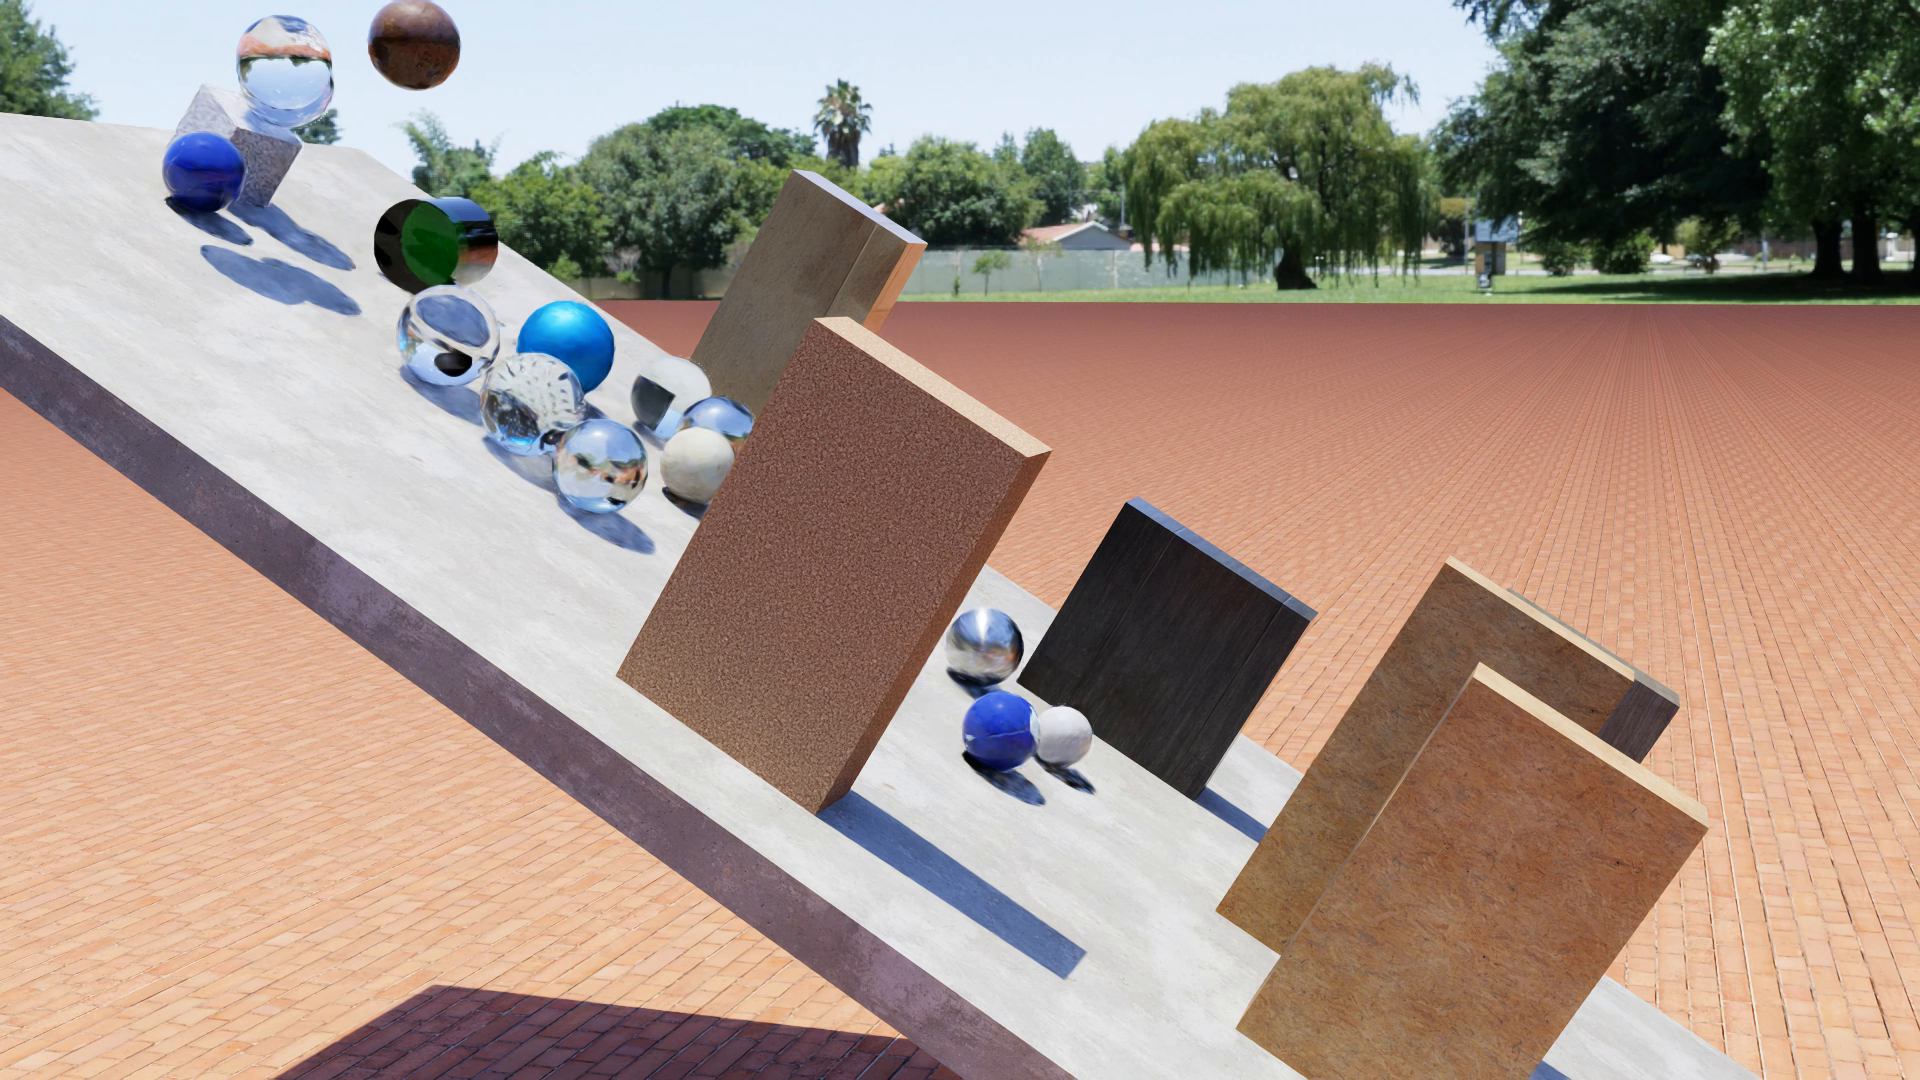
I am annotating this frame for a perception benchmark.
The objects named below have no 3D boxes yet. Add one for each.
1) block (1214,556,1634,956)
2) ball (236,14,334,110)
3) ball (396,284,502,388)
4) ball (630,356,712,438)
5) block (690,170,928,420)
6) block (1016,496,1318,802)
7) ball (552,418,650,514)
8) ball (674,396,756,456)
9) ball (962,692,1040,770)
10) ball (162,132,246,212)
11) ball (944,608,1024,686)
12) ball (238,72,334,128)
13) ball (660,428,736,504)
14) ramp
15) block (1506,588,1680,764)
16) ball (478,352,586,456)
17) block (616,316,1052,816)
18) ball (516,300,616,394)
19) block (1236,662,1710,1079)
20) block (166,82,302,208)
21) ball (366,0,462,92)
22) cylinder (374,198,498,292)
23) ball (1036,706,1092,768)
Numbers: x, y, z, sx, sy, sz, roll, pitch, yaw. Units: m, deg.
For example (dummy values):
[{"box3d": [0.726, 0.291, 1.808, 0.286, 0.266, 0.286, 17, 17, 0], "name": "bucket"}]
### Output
[{"box3d": [0.792, 0.437, 3.788, 0.360, 0.739, 0.102, 34, 15, 11], "name": "block"}, {"box3d": [-1.301, -0.920, 4.234, 0.181, 0.181, 0.181, 0, 7, 0], "name": "ball"}, {"box3d": [-0.964, -0.385, 4.146, 0.194, 0.194, 0.194, 0, 7, 0], "name": "ball"}, {"box3d": [-0.604, -0.298, 4.606, 0.171, 0.171, 0.171, 0, 7, 0], "name": "ball"}, {"box3d": [-0.361, -0.481, 4.859, 0.308, 0.587, 0.136, 34, 15, 11], "name": "block"}, {"box3d": [0.410, 0.214, 4.380, 0.427, 0.433, 0.115, 34, 15, 11], "name": "block"}, {"box3d": [-0.649, -0.134, 3.974, 0.172, 0.172, 0.172, 0, 7, 0], "name": "ball"}, {"box3d": [-0.497, -0.206, 4.505, 0.175, 0.175, 0.175, 0, 7, 0], "name": "ball"}, {"box3d": [0.073, 0.338, 3.893, 0.140, 0.140, 0.140, 0, 7, 0], "name": "ball"}, {"box3d": [-1.483, -0.721, 4.312, 0.157, 0.157, 0.157, 0, 7, 0], "name": "ball"}, {"box3d": [0.047, 0.206, 4.251, 0.153, 0.153, 0.153, 0, 7, 0], "name": "ball"}, {"box3d": [-1.373, -0.937, 4.485, 0.187, 0.187, 0.187, 0, 7, 0], "name": "ball"}, {"box3d": [-0.515, -0.147, 4.325, 0.149, 0.149, 0.149, 0, 7, 0], "name": "ball"}, {"box3d": [-0.165, 0.273, 4.118, 4.000, 0.100, 2.000, 34, 15, 11], "name": "ramp"}, {"box3d": [0.936, 0.484, 3.960, 0.349, 0.715, 0.122, 34, 15, 11], "name": "block"}, {"box3d": [-0.787, -0.249, 4.045, 0.193, 0.193, 0.193, 0, 7, 0], "name": "ball"}, {"box3d": [-0.197, 0.037, 3.357, 0.383, 0.646, 0.146, 34, 15, 11], "name": "block"}, {"box3d": [-0.800, -0.387, 4.467, 0.197, 0.197, 0.197, 0, 7, 0], "name": "ball"}, {"box3d": [0.782, 0.587, 3.395, 0.400, 0.678, 0.134, 34, 15, 11], "name": "block"}, {"box3d": [-1.497, -0.813, 4.535, 0.162, 0.162, 0.162, 48, 21, 28], "name": "block"}, {"box3d": [-1.073, -0.975, 4.327, 0.181, 0.181, 0.181, 0, 7, 0], "name": "ball"}, {"box3d": [-1.107, -0.626, 4.656, 0.193, 0.193, 0.193, 2, 10, 13], "name": "cylinder"}, {"box3d": [0.190, 0.365, 4.086, 0.113, 0.113, 0.113, 0, 7, 0], "name": "ball"}]
